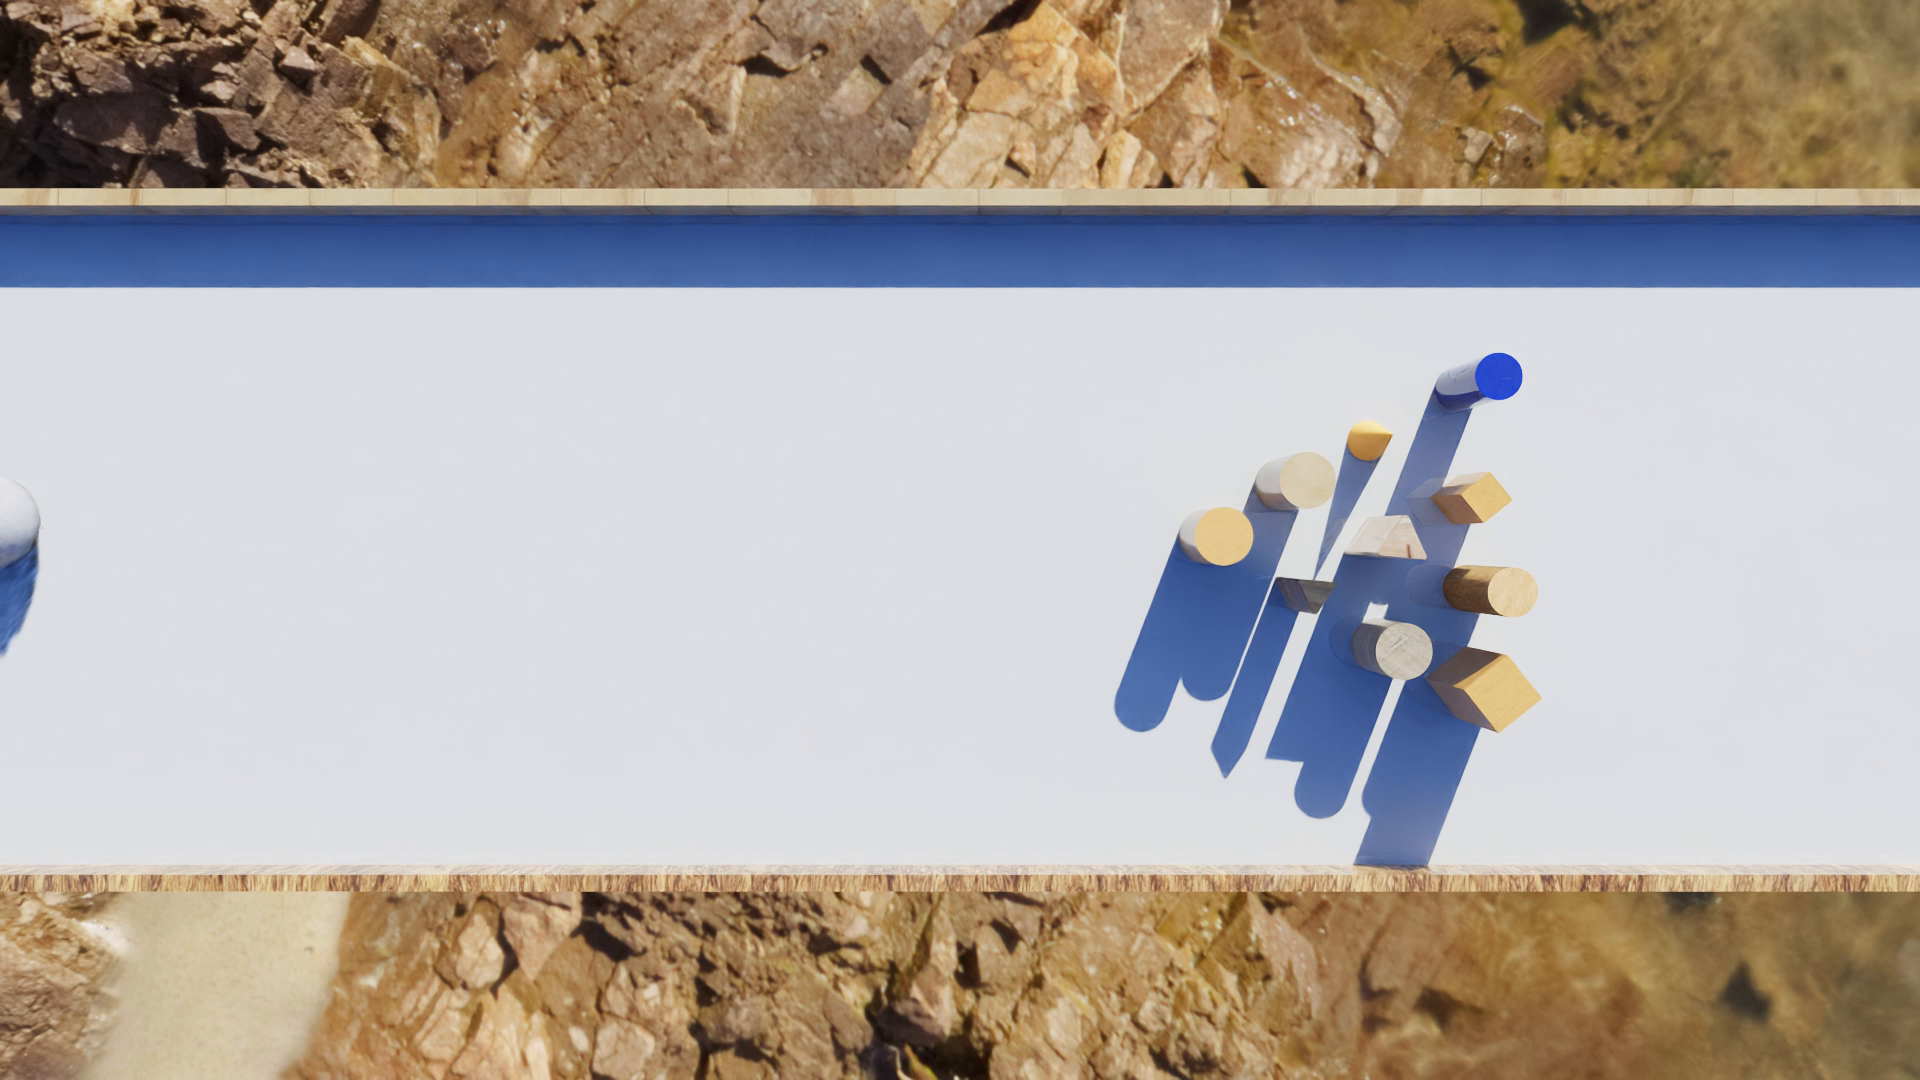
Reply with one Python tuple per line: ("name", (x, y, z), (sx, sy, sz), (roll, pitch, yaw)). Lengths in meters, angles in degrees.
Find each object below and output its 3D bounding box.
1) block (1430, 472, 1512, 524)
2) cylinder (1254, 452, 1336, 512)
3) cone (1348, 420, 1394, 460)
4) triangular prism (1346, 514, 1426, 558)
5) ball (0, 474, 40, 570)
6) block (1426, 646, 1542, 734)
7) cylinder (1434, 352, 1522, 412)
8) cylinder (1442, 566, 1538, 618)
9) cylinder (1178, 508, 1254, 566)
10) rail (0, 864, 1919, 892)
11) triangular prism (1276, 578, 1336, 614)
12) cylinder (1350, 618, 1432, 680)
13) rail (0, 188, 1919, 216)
("block", (1.523, -0.124, 4.921), (0.107, 0.311, 0.107), (-39, 90, 0))
("cylinder", (0.988, -0.170, 4.881), (0.162, 0.391, 0.162), (0, 90, 0))
("cone", (1.255, -0.306, 4.925), (0.125, 0.302, 0.125), (0, 90, 0))
("triangular prism", (1.255, -0.013, 4.866), (0.135, 0.421, 0.117), (5, 90, 0))
("ball", (-2.920, -0.055, 4.926), (0.301, 0.301, 0.301), (0, 90, 0))
("block", (1.542, 0.438, 4.879), (0.158, 0.395, 0.158), (-38, 90, 0))
("cylinder", (1.529, -0.464, 4.877), (0.136, 0.399, 0.136), (0, 90, 0))
("cylinder", (1.557, 0.148, 4.860), (0.142, 0.433, 0.142), (0, 90, 0))
("cylinder", (0.757, -0.011, 4.903), (0.168, 0.346, 0.168), (0, 90, 0))
("rail", (-2.247, 1.025, 5.001), (12.000, 0.150, 0.050), (0, 90, 0))
("triangular prism", (1.011, 0.142, 4.903), (0.095, 0.348, 0.110), (35, 90, 0))
("cylinder", (1.286, 0.323, 4.925), (0.165, 0.304, 0.165), (0, 90, 0))
("rail", (-2.247, -1.025, 5.002), (12.000, 0.150, 0.050), (0, 90, 0))
